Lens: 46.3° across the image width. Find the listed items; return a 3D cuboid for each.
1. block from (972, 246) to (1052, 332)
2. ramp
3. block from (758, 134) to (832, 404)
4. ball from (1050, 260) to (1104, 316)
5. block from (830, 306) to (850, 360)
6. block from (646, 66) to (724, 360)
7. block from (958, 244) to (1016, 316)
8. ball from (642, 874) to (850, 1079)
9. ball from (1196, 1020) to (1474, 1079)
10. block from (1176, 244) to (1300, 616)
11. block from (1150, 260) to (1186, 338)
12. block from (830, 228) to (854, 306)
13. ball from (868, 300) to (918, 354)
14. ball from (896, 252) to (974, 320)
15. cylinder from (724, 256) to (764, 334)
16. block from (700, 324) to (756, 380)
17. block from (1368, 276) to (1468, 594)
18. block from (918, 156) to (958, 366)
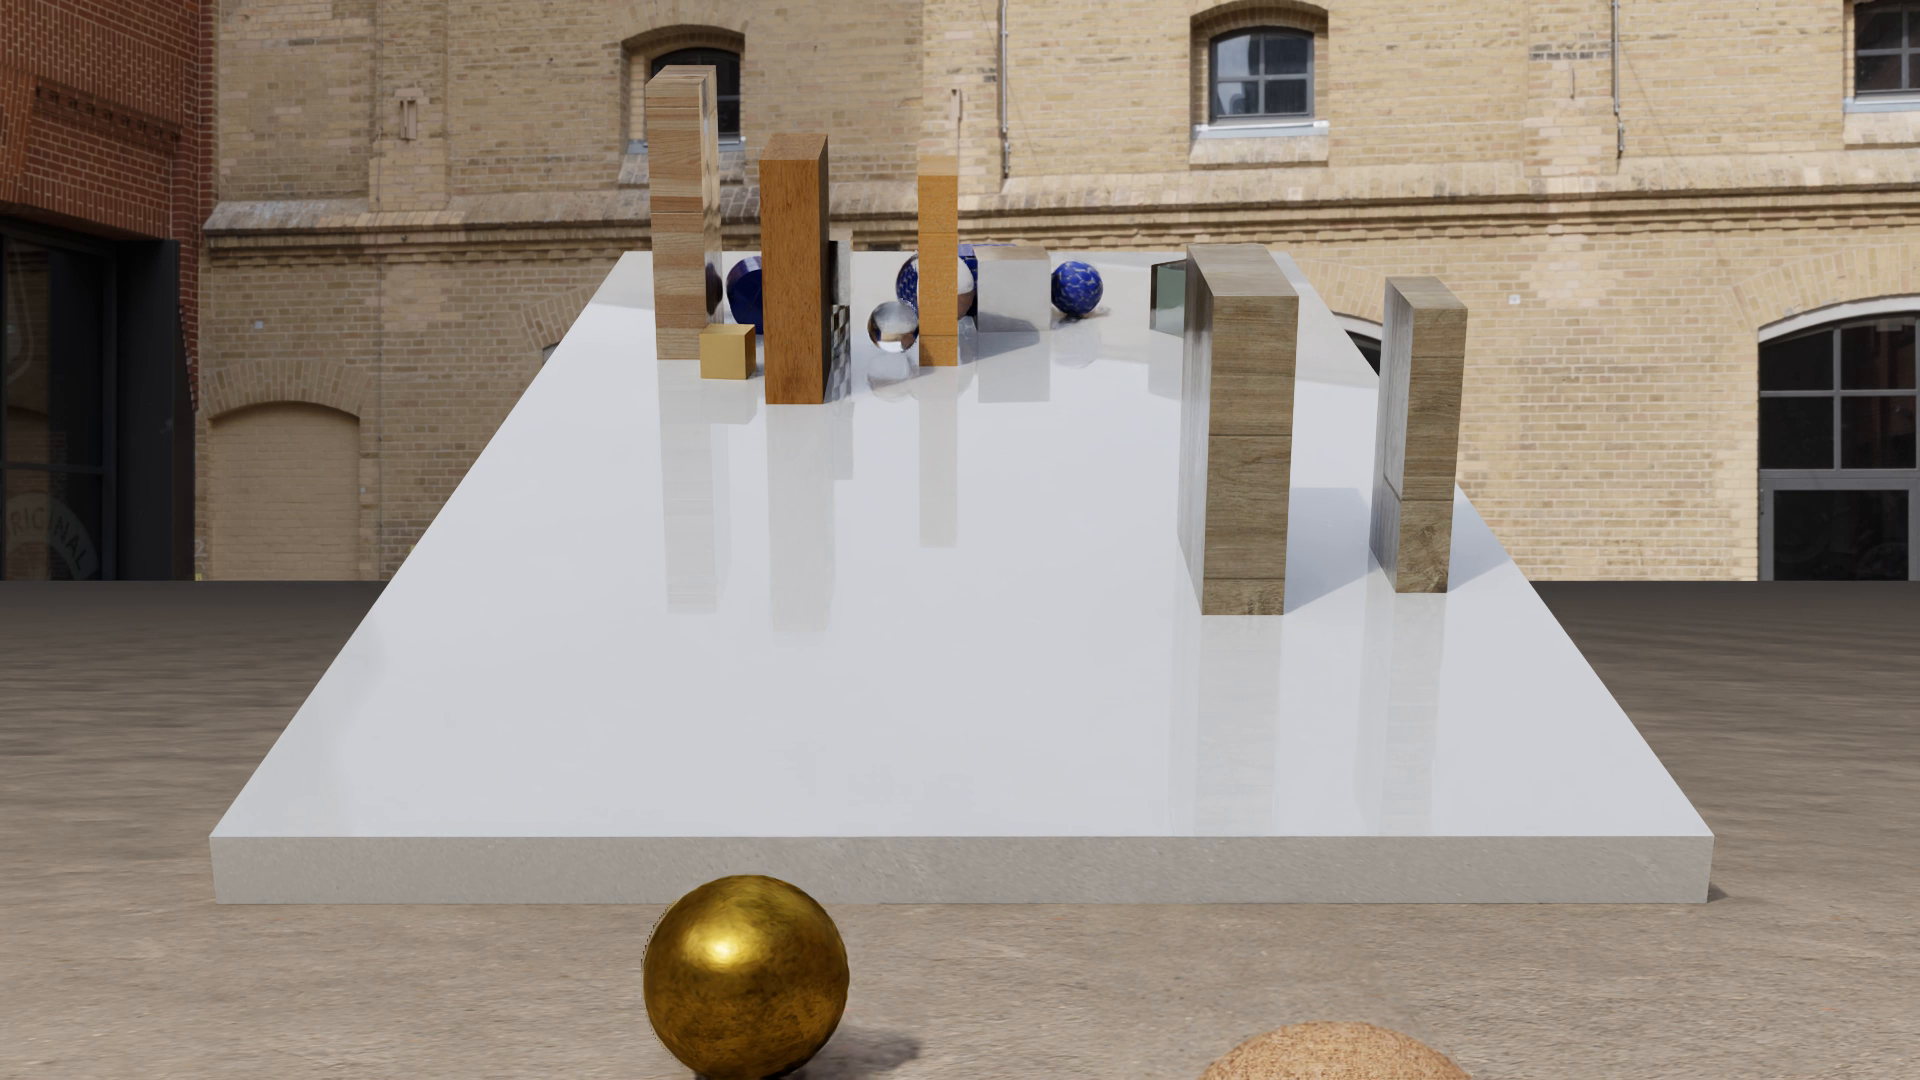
[{"bbox_3d":[0.132,-0.652,5.823,0.187,0.187,0.187,-1,18,-4],"label":"block"},{"bbox_3d":[-0.004,-0.191,4.893,2.000,0.100,4.000,0,18,0],"label":"ramp"},{"bbox_3d":[-0.376,-0.632,5.181,0.130,0.553,0.397,0,18,0],"label":"block"},{"bbox_3d":[0.306,-0.666,5.932,0.146,0.146,0.146,0,-1,0],"label":"ball"},{"bbox_3d":[-0.361,-0.529,5.522,0.142,0.142,0.142,6,19,16],"label":"block"},{"bbox_3d":[-0.678,-0.819,5.569,0.125,0.662,0.407,0,18,0],"label":"block"},{"bbox_3d":[0.072,-0.696,5.994,0.162,0.162,0.162,-1,18,-3],"label":"block"},{"bbox_3d":[-0.186,0.382,1.957,0.180,0.180,0.180,0,-1,0],"label":"ball"},{"bbox_3d":[0.200,0.358,1.186,0.205,0.205,0.205,0,-1,0],"label":"ball"},{"bbox_3d":[0.476,-0.202,3.904,0.137,0.547,0.440,0,18,0],"label":"block"},{"bbox_3d":[0.608,-0.620,5.756,0.169,0.169,0.169,-14,23,-36],"label":"block"},{"bbox_3d":[-0.342,-0.667,5.462,0.158,0.158,0.158,0,18,0],"label":"block"},{"bbox_3d":[-0.164,-0.526,5.535,0.129,0.129,0.129,0,-1,0],"label":"ball"},{"bbox_3d":[-0.064,-0.648,5.782,0.205,0.205,0.205,0,-1,0],"label":"ball"},{"bbox_3d":[-0.515,-0.632,5.789,0.170,0.170,0.170,0,18,-10],"label":"cylinder"},{"bbox_3d":[-0.551,-0.448,5.331,0.109,0.109,0.109,3,19,8],"label":"block"},{"bbox_3d":[0.799,-0.188,3.932,0.089,0.502,0.261,0,18,0],"label":"block"},{"bbox_3d":[-0.053,-0.688,5.496,0.094,0.461,0.313,0,18,0],"label":"block"}]
